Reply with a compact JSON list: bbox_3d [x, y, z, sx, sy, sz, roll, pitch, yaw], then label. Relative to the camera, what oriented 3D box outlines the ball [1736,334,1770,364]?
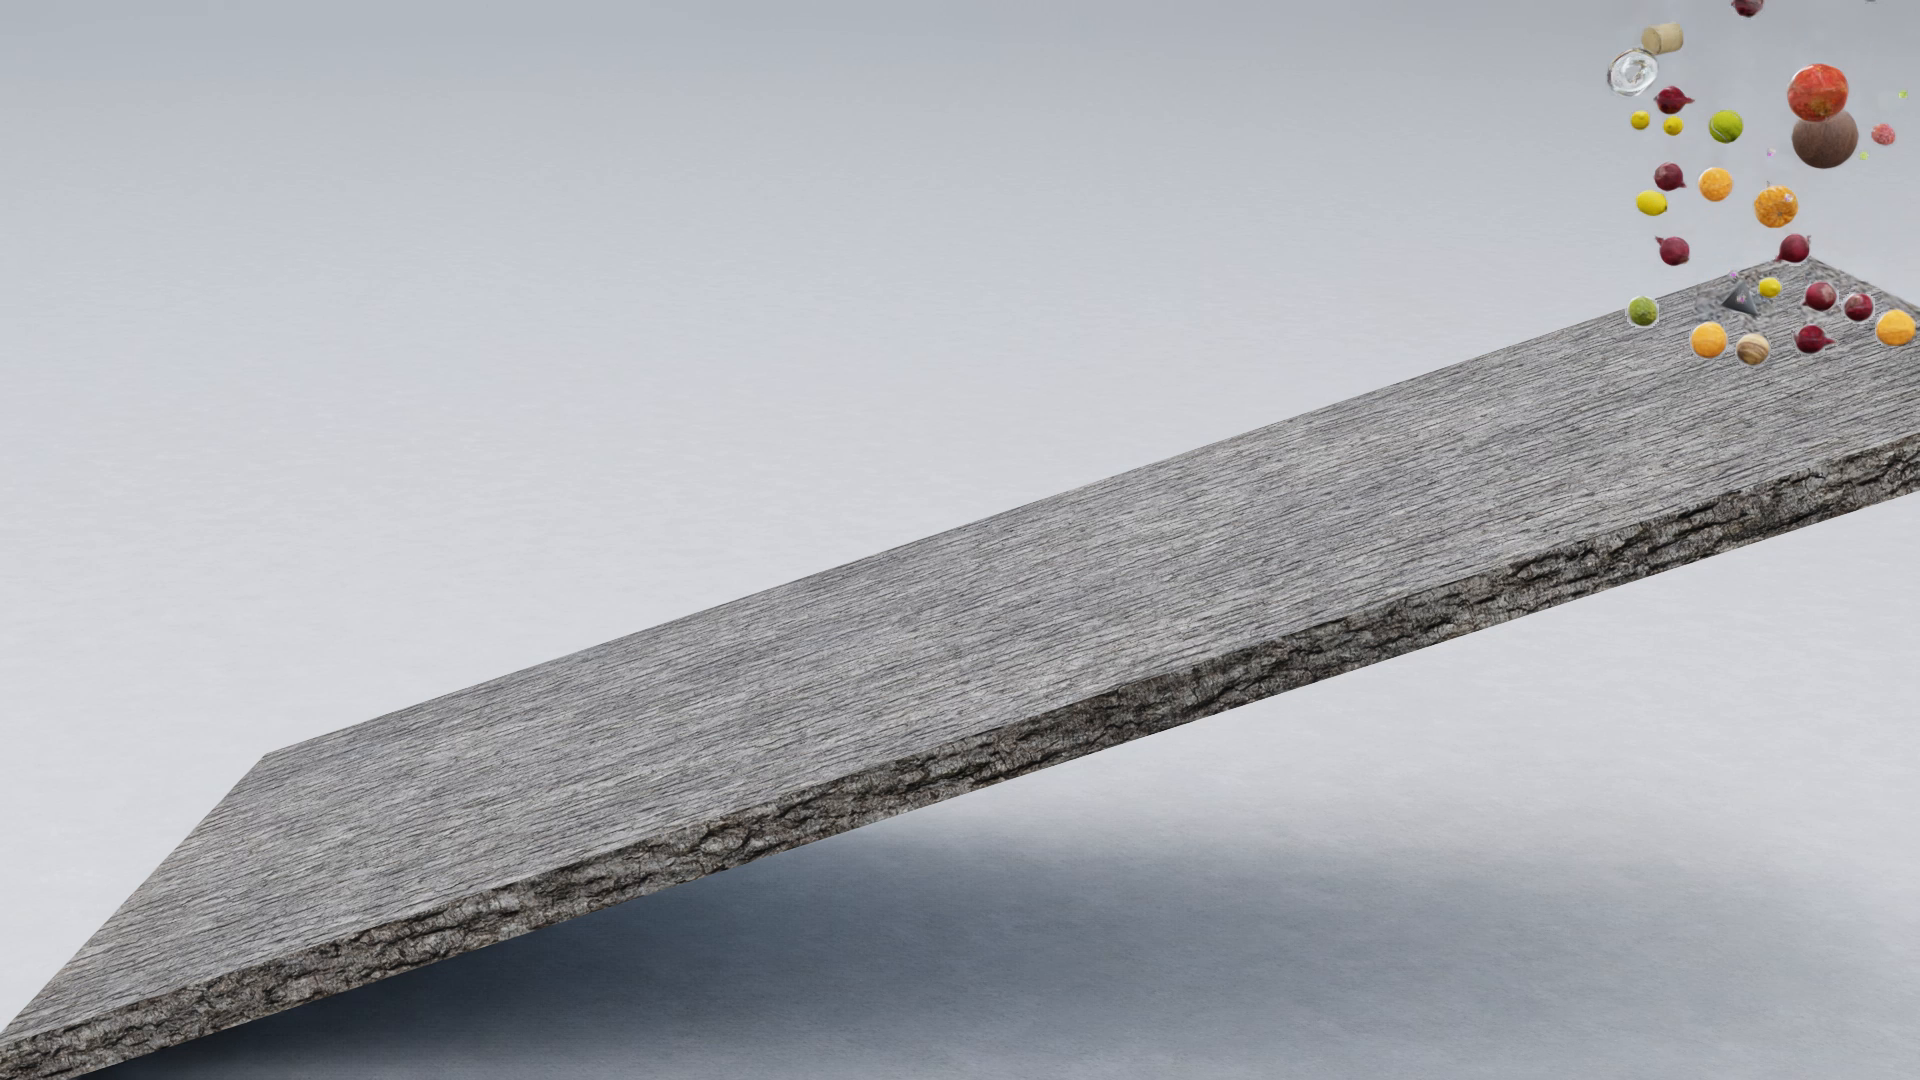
[{"bbox_3d":[1.575,-0.379,5.842,0.063,0.063,0.063,0,12,0],"label":"ball"}]

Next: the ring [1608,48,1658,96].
[{"bbox_3d":[1.370,-0.953,5.992,0.109,0.109,0.036,-3,39,-14],"label":"ring"}]

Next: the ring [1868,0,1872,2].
[{"bbox_3d":[1.837,-1.156,5.933,0.046,0.138,0.138,-11,16,-28],"label":"ring"}]

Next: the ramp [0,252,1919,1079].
[{"bbox_3d":[0.107,0.180,6.305,4.000,0.100,2.000,-18,11,6],"label":"ramp"}]

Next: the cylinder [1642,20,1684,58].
[{"bbox_3d":[1.445,-1.030,6.050,0.060,0.060,0.060,-32,26,-25],"label":"cylinder"}]

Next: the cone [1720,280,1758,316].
[{"bbox_3d":[1.658,-0.496,6.208,0.075,0.075,0.075,44,23,8],"label":"cone"}]
